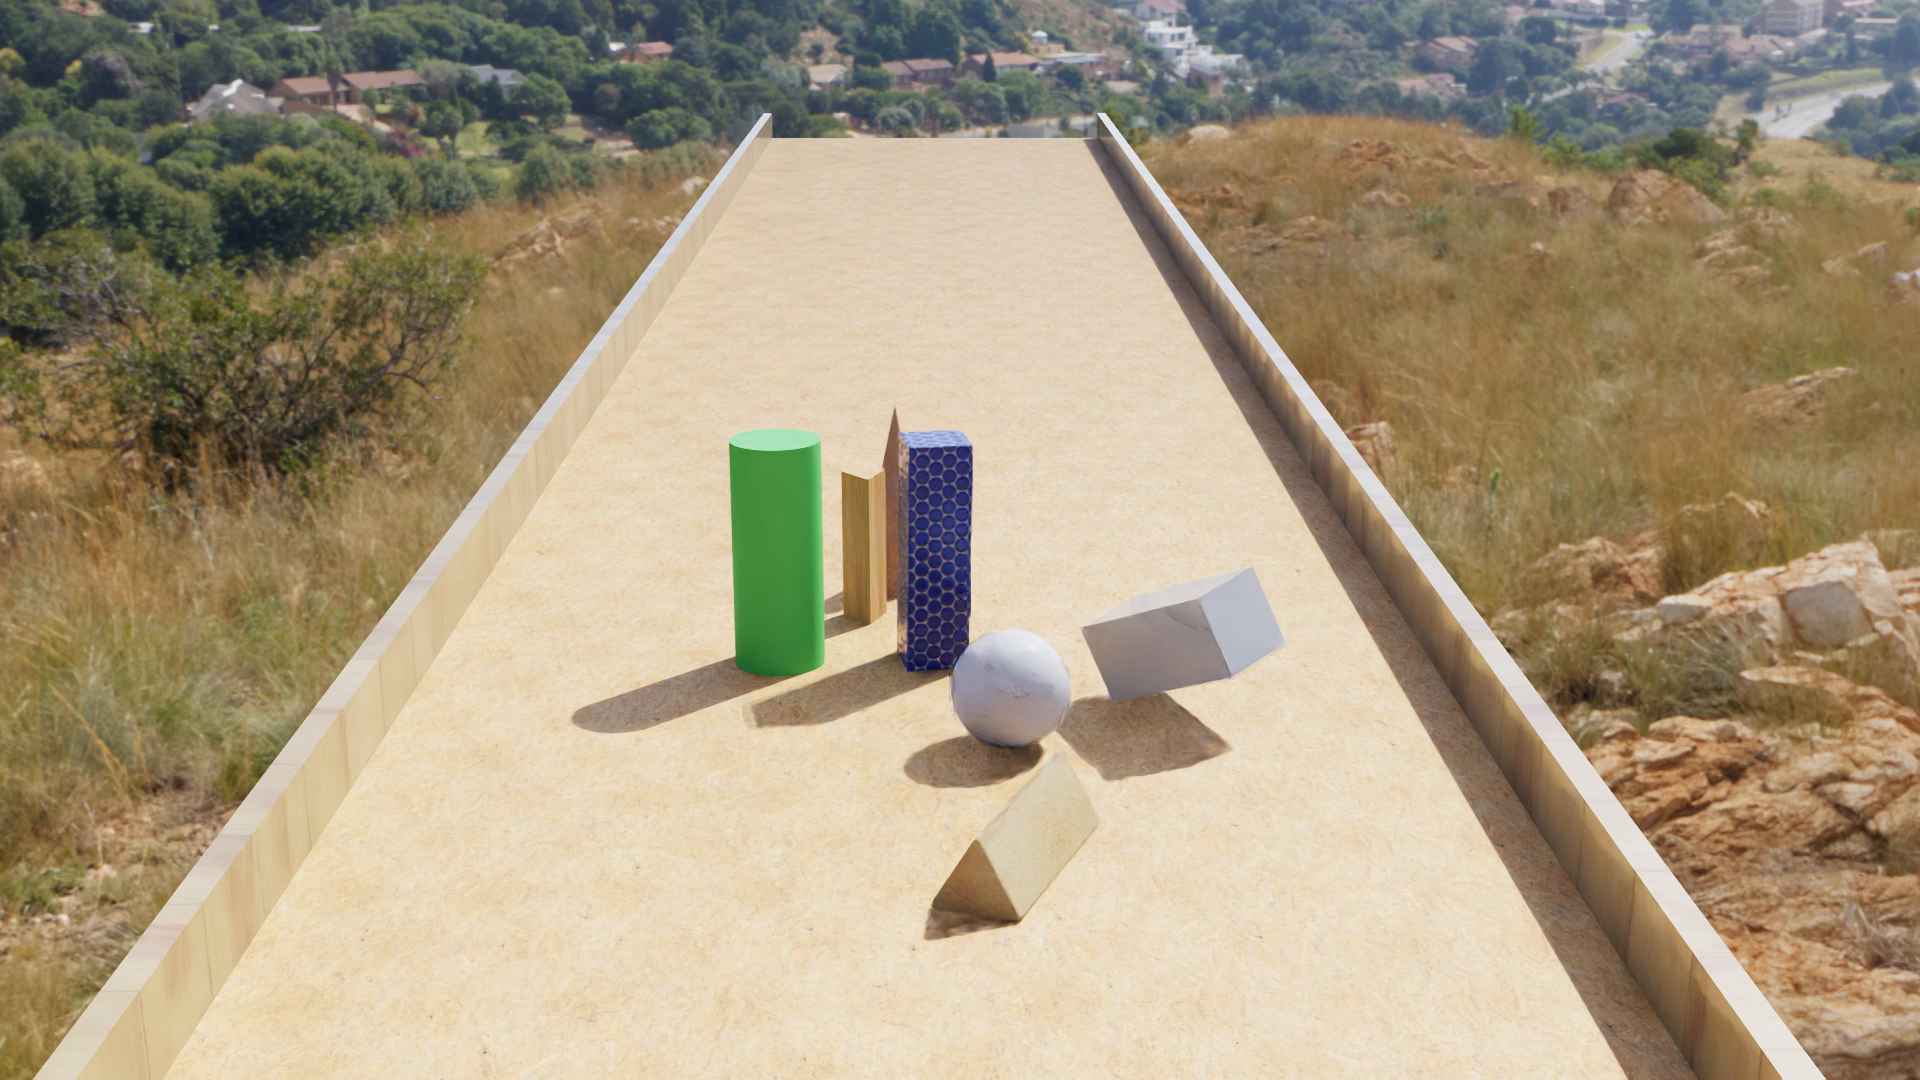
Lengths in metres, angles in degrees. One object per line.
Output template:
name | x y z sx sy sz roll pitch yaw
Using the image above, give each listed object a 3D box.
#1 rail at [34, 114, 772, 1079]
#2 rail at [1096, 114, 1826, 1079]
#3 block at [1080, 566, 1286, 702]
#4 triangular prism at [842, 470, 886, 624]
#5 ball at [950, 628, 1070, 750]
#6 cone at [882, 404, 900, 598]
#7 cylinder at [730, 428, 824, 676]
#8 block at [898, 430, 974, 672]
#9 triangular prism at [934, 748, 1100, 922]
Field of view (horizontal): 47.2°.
rail | -1.118 -0.838 7.780 0.050 0.150 12.000 0 17 -1
rail | 0.932 -0.844 7.801 0.050 0.150 12.000 0 17 -1
block | 0.412 0.177 4.098 0.155 0.155 0.336 -27 6 -37
triangular prism | -0.189 0.009 4.640 0.079 0.316 0.091 -13 21 -37
ball | 0.091 0.267 3.948 0.216 0.216 0.216 0 17 0
cone | -0.141 -0.096 4.825 0.170 0.414 0.170 0 17 0
cylinder | -0.360 0.023 4.346 0.179 0.457 0.179 0 17 0
block | -0.051 0.021 4.351 0.125 0.456 0.125 -2 17 -11
triangular prism | 0.095 0.454 3.474 0.140 0.122 0.391 7 18 20
